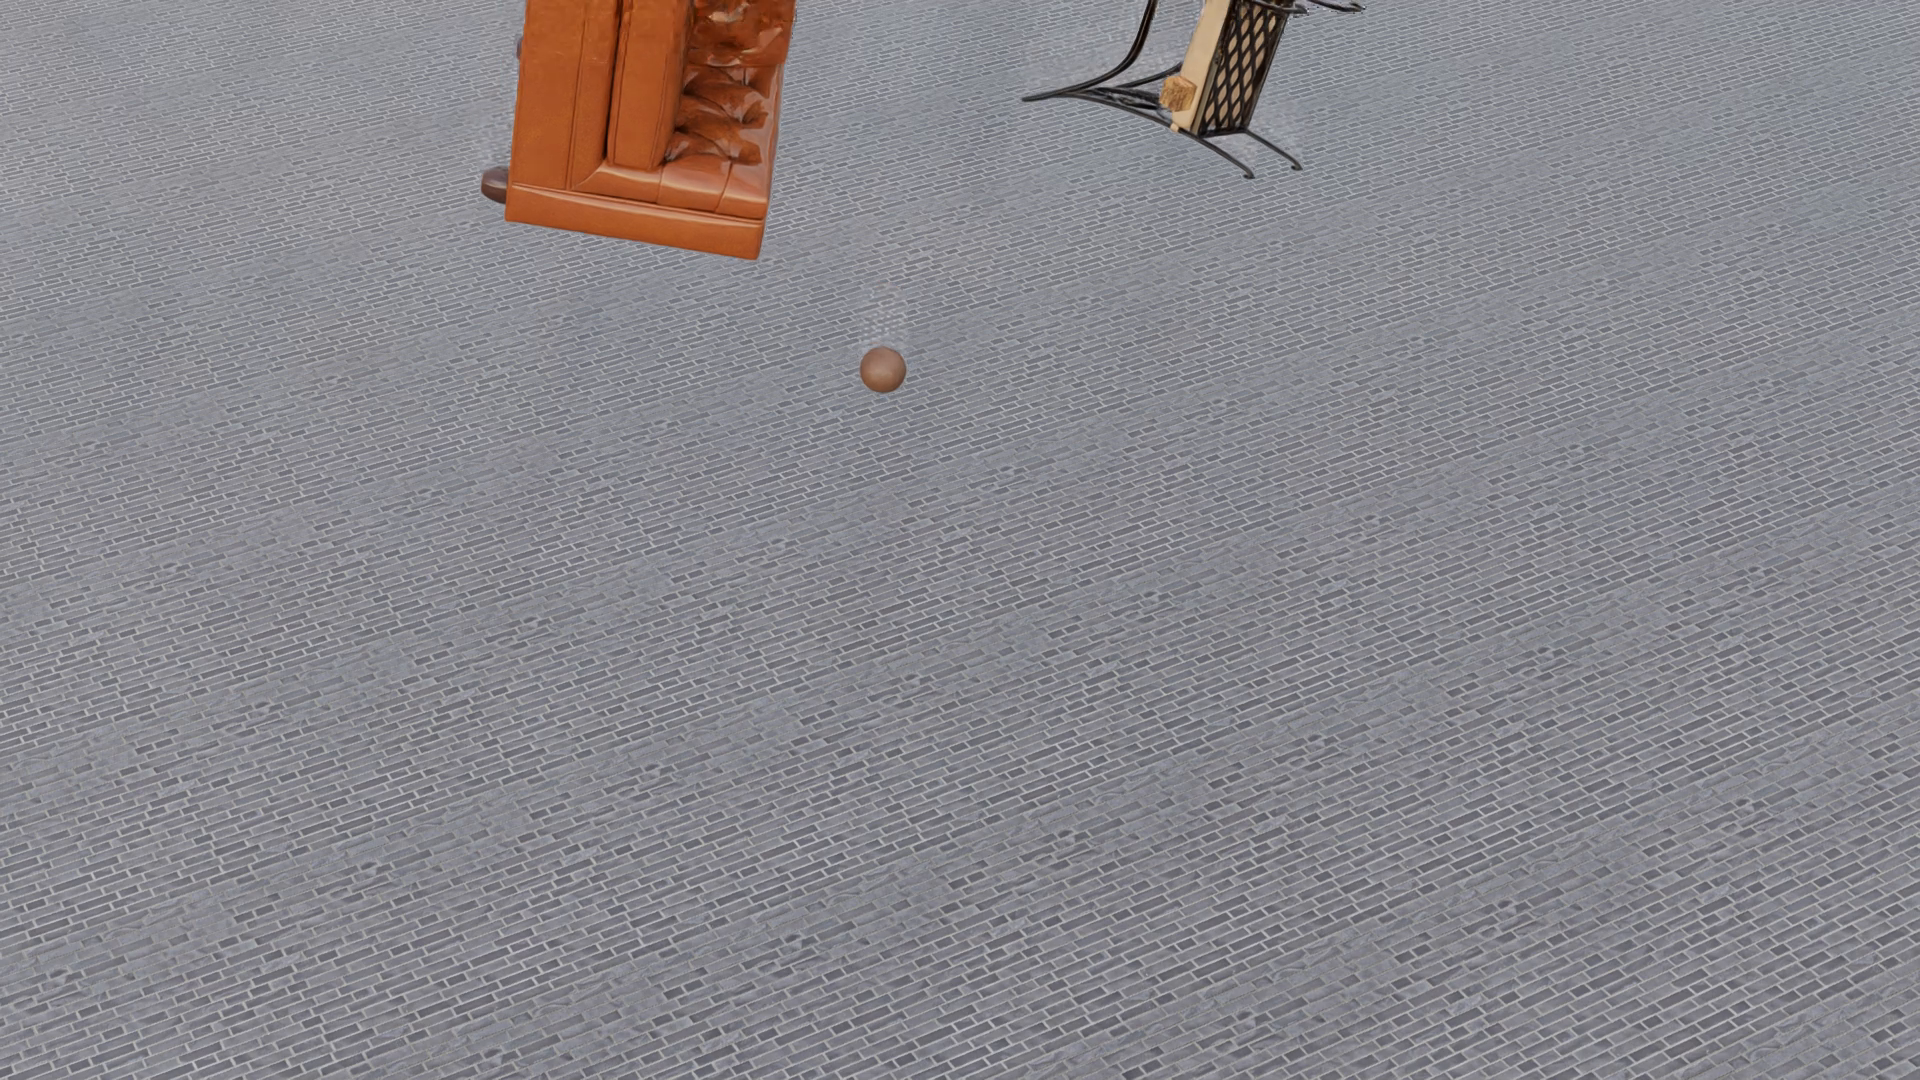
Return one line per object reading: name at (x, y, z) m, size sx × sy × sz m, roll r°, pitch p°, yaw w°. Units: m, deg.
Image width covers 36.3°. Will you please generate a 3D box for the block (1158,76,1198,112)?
block at (0.691, -1.414, 9.288) m, size 0.073 × 0.085 × 0.076 m, roll -14°, pitch 42°, yaw -41°
